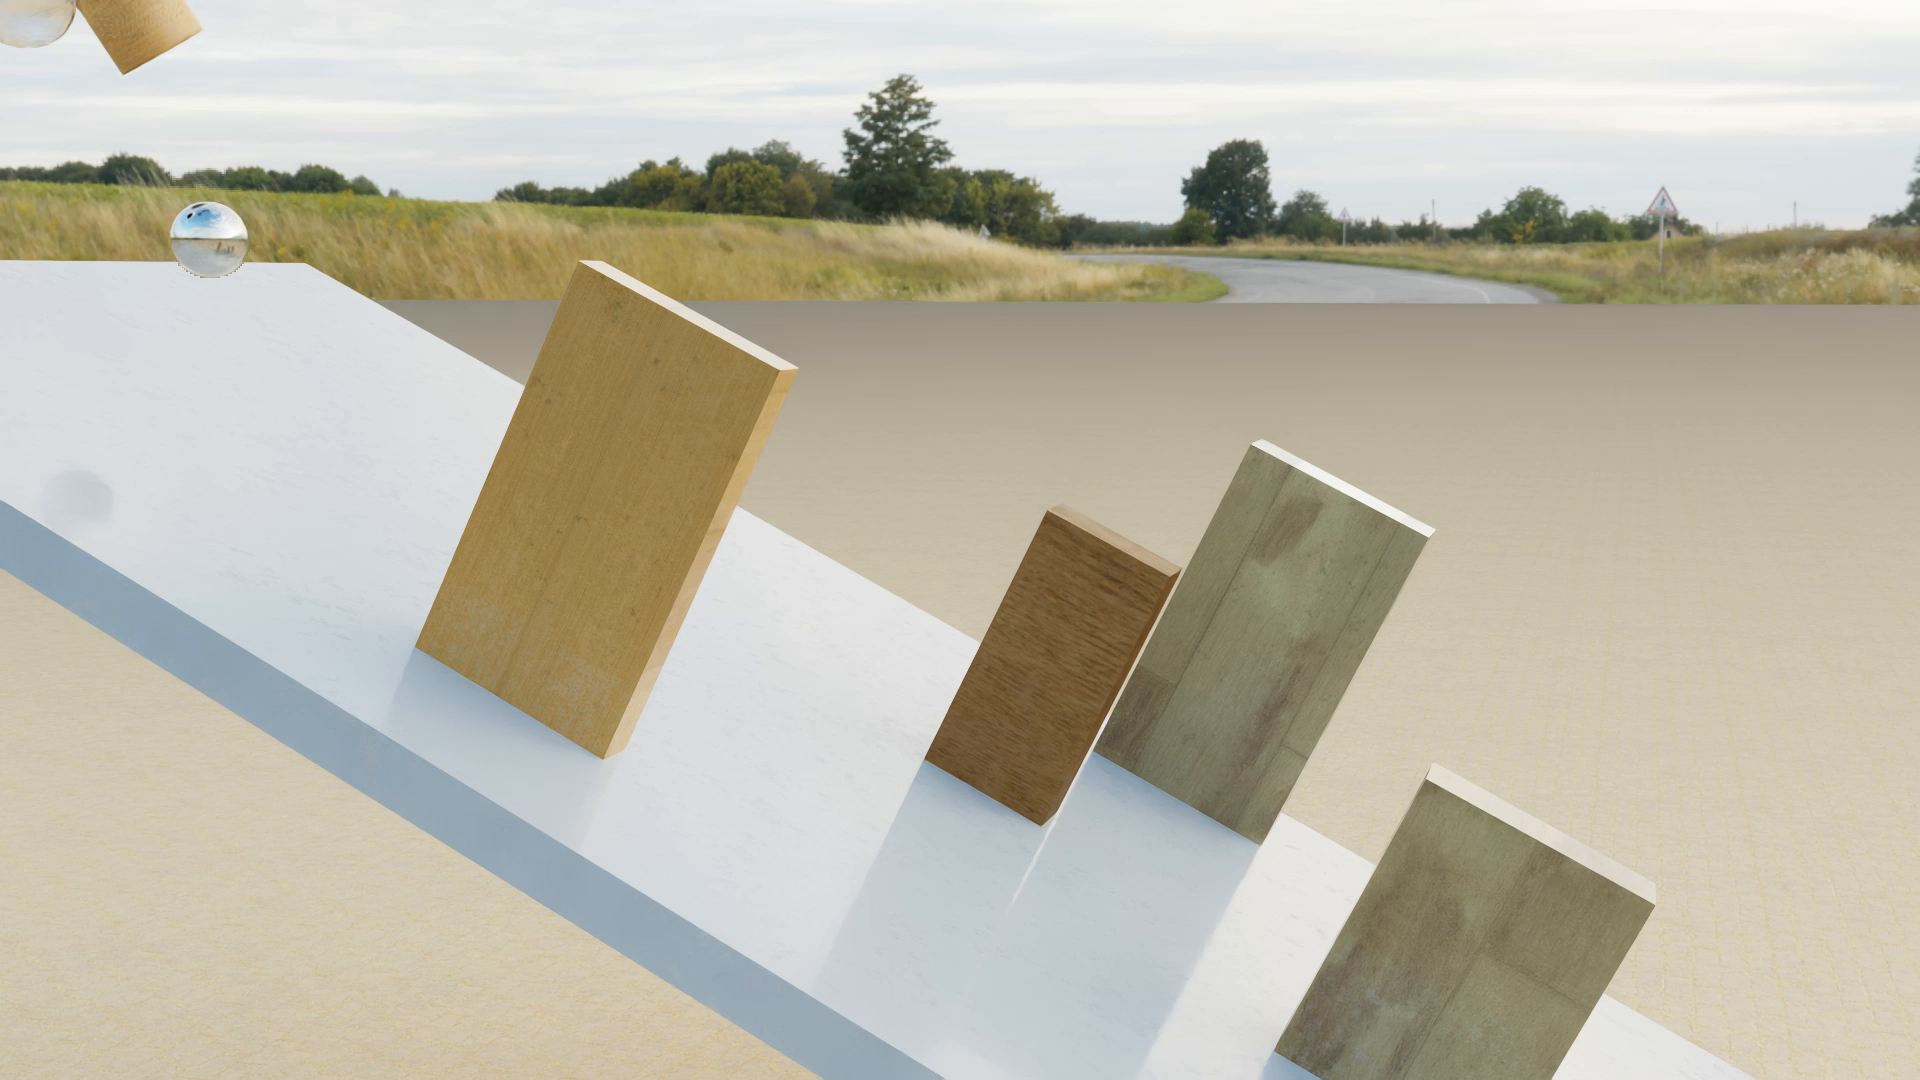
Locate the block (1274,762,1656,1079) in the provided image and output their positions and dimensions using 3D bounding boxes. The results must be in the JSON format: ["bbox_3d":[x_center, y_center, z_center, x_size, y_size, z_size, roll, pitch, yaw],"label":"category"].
[{"bbox_3d":[0.831,0.709,3.638,0.403,0.538,0.131,29,14,12],"label":"block"}]

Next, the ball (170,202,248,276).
[{"bbox_3d":[-1.466,-0.588,4.293,0.145,0.145,0.145,0,7,0],"label":"ball"}]

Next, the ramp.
[{"bbox_3d":[-0.244,0.410,4.159,4.000,0.100,2.000,29,14,12],"label":"ramp"}]

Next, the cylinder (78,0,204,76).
[{"bbox_3d":[-1.697,-1.090,4.531,0.191,0.191,0.191,-25,21,11],"label":"cylinder"}]

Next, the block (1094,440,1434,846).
[{"bbox_3d":[0.641,0.216,4.674,0.410,0.747,0.147,29,14,12],"label":"block"}]

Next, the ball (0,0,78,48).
[{"bbox_3d":[-1.782,-1.032,4.185,0.190,0.190,0.190,0,7,0],"label":"ball"}]

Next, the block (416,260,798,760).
[{"bbox_3d":[-0.577,-0.047,3.545,0.378,0.705,0.081,29,14,12],"label":"block"}]

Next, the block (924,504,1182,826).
[{"bbox_3d":[0.175,0.237,4.187,0.261,0.545,0.118,29,14,12],"label":"block"}]
